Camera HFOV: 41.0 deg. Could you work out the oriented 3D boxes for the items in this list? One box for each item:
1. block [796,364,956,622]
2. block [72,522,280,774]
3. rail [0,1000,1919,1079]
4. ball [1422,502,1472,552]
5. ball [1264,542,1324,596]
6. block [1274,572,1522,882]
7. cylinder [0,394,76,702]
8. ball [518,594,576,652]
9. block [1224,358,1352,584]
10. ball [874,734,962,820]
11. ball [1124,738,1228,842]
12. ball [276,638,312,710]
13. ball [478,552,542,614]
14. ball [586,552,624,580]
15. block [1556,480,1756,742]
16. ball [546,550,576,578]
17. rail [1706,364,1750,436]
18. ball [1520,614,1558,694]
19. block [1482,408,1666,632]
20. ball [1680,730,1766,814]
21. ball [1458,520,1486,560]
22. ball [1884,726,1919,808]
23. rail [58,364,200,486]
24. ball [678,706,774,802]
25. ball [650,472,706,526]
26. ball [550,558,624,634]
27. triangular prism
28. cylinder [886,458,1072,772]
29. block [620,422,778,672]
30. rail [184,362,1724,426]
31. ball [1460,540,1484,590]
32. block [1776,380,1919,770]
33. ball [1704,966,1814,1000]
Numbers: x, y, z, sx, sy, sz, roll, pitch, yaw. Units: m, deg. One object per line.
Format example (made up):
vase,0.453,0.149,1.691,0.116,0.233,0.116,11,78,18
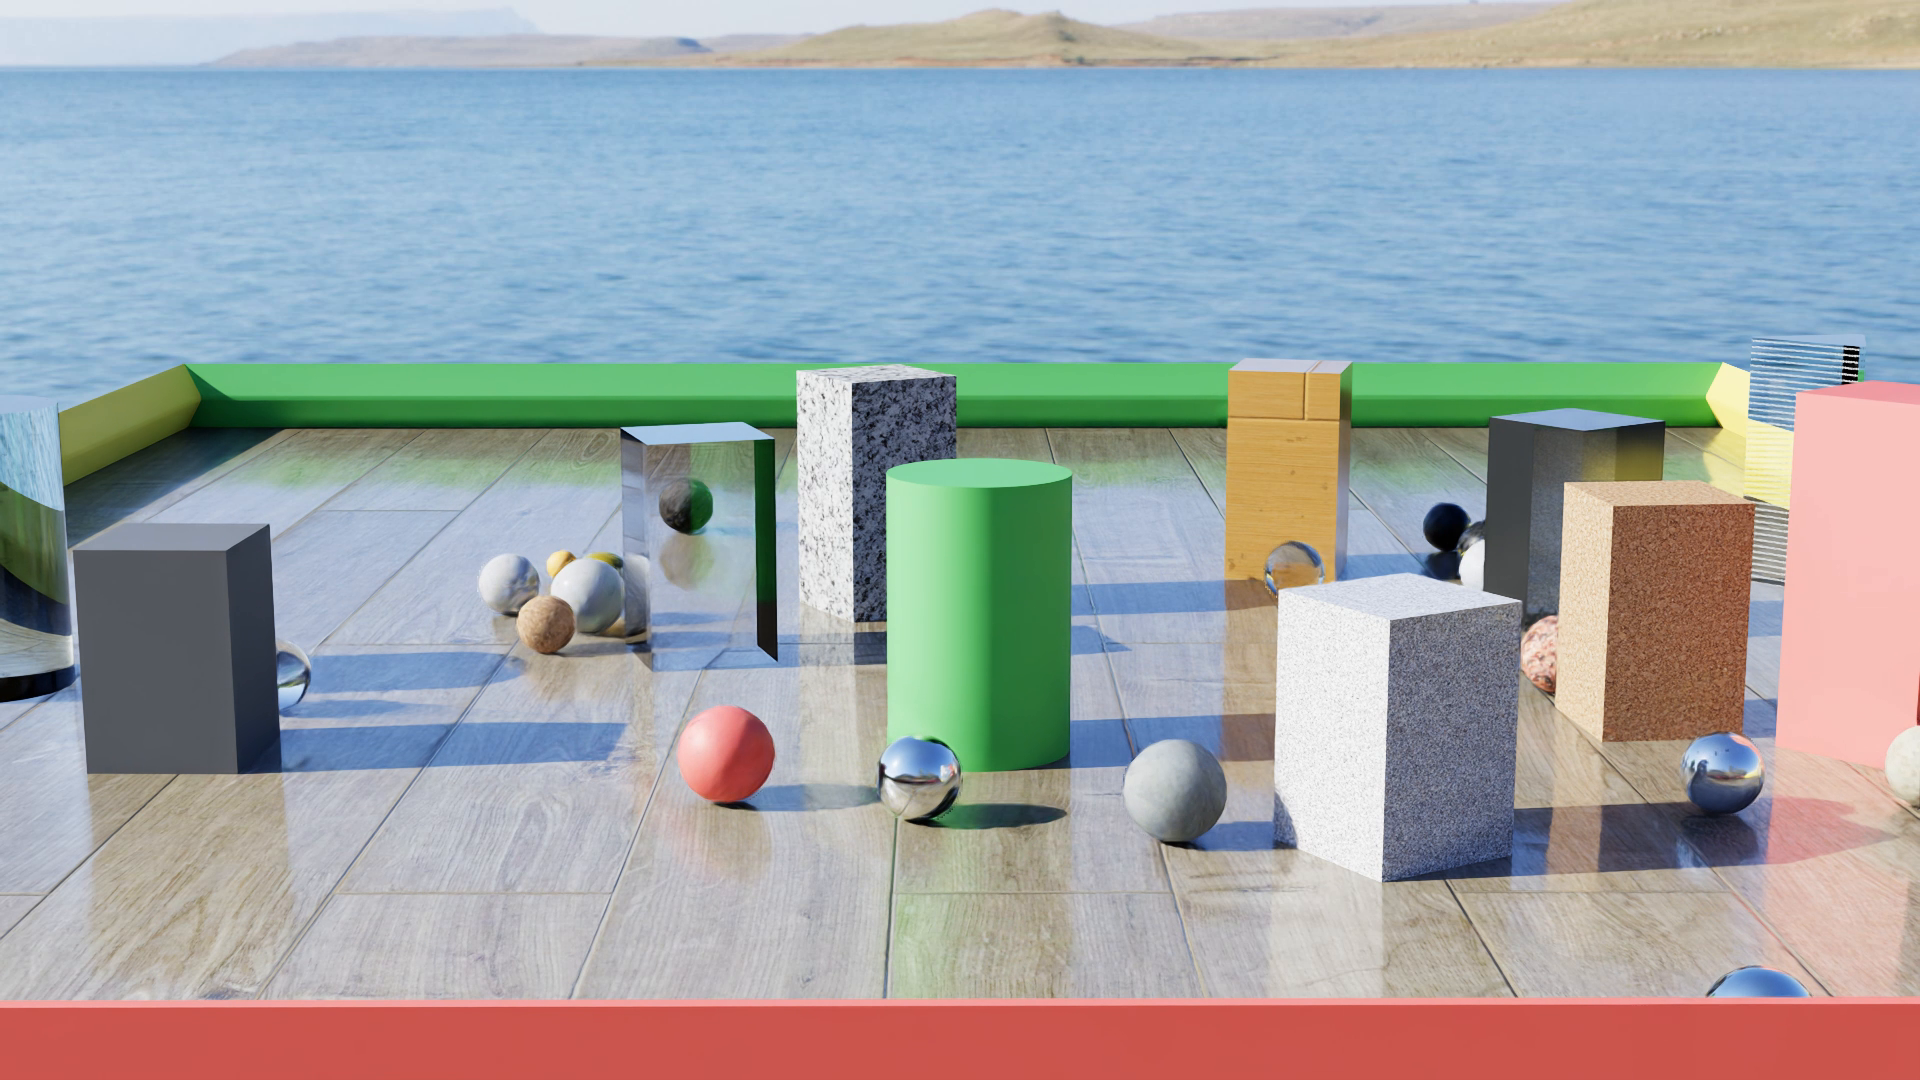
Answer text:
block,-0.113,-0.067,3.471,0.158,0.319,0.158,-6,12,-30
block,-0.828,0.113,2.725,0.158,0.237,0.158,0,10,1
rail,0.010,0.358,1.696,3.131,0.128,0.045,0,10,0
ball,0.739,-0.020,3.889,0.074,0.074,0.074,0,10,0
ball,0.460,0.043,3.525,0.083,0.083,0.083,0,10,0
block,0.407,0.170,2.399,0.158,0.242,0.158,-6,12,-31
cylinder,-1.156,0.008,3.022,0.197,0.335,0.197,0,10,0
ball,-0.519,0.105,3.219,0.073,0.073,0.073,0,10,0
block,0.477,-0.103,3.715,0.158,0.300,0.158,3,11,14
ball,-0.041,0.231,2.503,0.085,0.085,0.085,0,10,0
ball,0.204,0.238,2.433,0.098,0.098,0.098,0,10,0
ball,-0.782,0.154,2.925,0.084,0.084,0.084,0,10,0
ball,-0.605,0.059,3.445,0.084,0.084,0.084,0,10,0
ball,-0.480,0.057,3.449,0.081,0.081,0.081,0,10,0
block,0.770,0.076,2.856,0.158,0.261,0.158,-1,11,-6
ball,-0.568,0.037,3.665,0.044,0.044,0.044,0,10,0
rail,1.542,0.031,3.458,0.045,0.128,3.613,0,10,0
ball,0.703,0.134,3.002,0.094,0.094,0.094,0,10,0
block,0.802,-0.023,3.358,0.158,0.273,0.158,-7,13,-35
ball,0.750,0.229,2.526,0.081,0.081,0.081,0,10,0
ball,0.757,0.013,3.681,0.084,0.084,0.084,0,10,0
ball,0.961,0.224,2.544,0.083,0.083,0.083,0,10,0
rail,-1.542,0.035,3.440,0.045,0.128,3.613,0,10,0
ball,-0.234,0.214,2.563,0.097,0.097,0.097,0,10,0
ball,-0.450,-0.065,4.098,0.087,0.087,0.087,0,10,0
ball,-0.482,0.072,3.325,0.098,0.098,0.098,0,10,0
triangular prism,1.229,-0.113,3.639,0.148,0.348,0.171,-9,14,-41
cylinder,0.021,0.076,2.747,0.197,0.301,0.197,0,10,0
block,-0.325,0.005,3.191,0.158,0.279,0.158,-4,11,-19
rail,-0.010,-0.292,5.202,3.131,0.128,0.045,0,10,0
ball,0.730,0.042,3.520,0.087,0.087,0.087,0,10,0
block,0.995,0.035,2.739,0.158,0.385,0.158,-9,14,-41
ball,0.578,0.351,1.854,0.086,0.086,0.086,0,10,0
